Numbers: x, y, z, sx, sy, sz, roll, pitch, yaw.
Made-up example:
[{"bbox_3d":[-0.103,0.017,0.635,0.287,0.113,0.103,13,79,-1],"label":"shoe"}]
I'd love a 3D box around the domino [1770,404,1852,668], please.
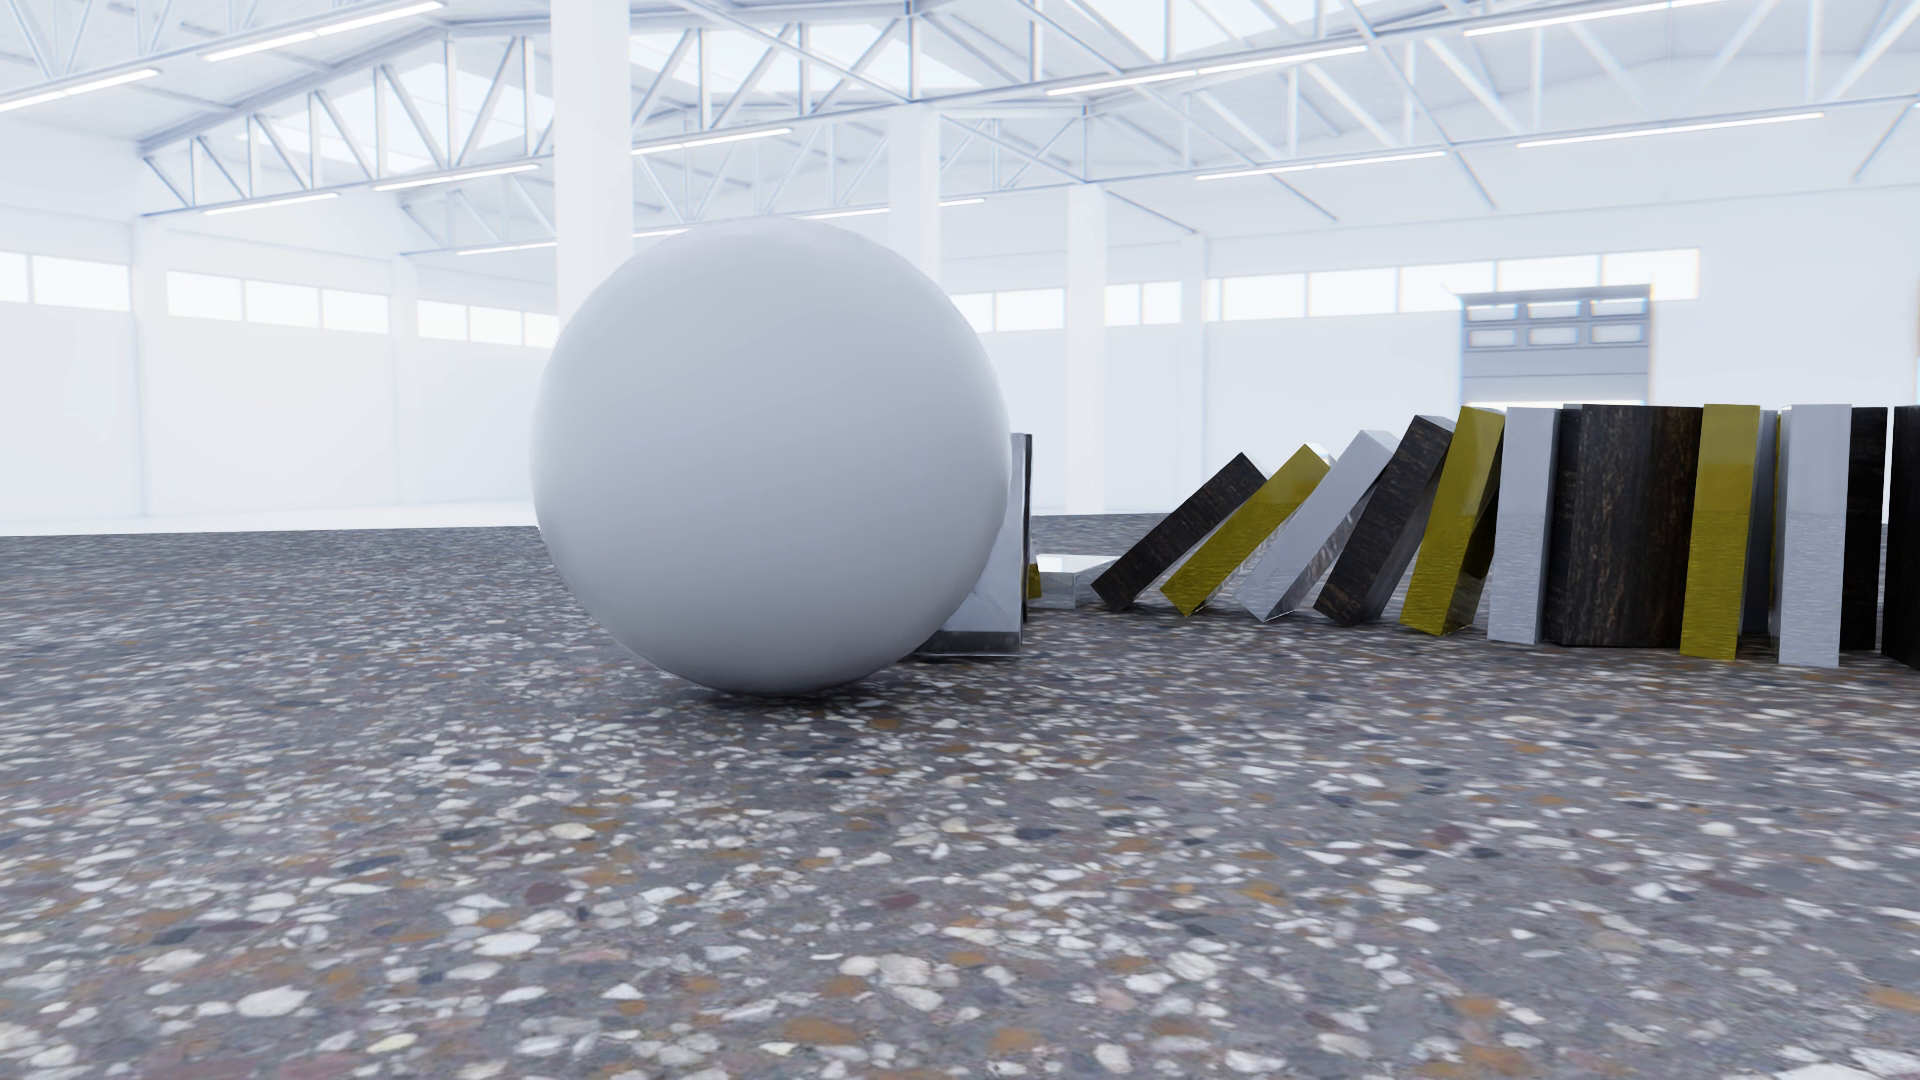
[{"bbox_3d":[0.168,-0.002,0.255,0.009,0.050,0.025,2,5,29],"label":"domino"}]

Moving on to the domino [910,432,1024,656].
[{"bbox_3d":[0.001,0.000,0.269,0.025,0.050,0.009,0,-34,4],"label":"domino"}]

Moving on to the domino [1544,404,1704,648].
[{"bbox_3d":[0.139,-0.003,0.269,0.025,0.050,0.009,2,7,2],"label":"domino"}]

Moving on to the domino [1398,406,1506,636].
[{"bbox_3d":[0.115,-0.005,0.291,0.009,0.050,0.025,21,16,34],"label":"domino"}]

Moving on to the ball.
[{"bbox_3d":[-0.031,-0.014,0.218,0.080,0.080,0.080,0,4,0],"label":"ball"}]

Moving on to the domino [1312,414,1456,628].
[{"bbox_3d":[0.102,-0.004,0.300,0.009,0.050,0.025,33,21,28],"label":"domino"}]

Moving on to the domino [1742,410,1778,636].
[{"bbox_3d":[0.168,-0.004,0.285,0.025,0.050,0.009,-2,5,-27],"label":"domino"}]

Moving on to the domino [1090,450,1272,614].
[{"bbox_3d":[0.057,-0.002,0.327,0.050,0.009,0.025,-43,-9,16],"label":"domino"}]

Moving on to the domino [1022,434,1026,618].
[{"bbox_3d":[0.003,-0.003,0.305,0.025,0.050,0.009,0,-35,4],"label":"domino"}]

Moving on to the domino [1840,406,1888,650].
[{"bbox_3d":[0.186,-0.003,0.276,0.009,0.050,0.025,1,4,10],"label":"domino"}]

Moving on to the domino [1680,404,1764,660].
[{"bbox_3d":[0.156,-0.002,0.262,0.009,0.050,0.025,6,7,33],"label":"domino"}]

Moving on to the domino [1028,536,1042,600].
[{"bbox_3d":[0.006,0.002,0.340,0.025,0.010,0.050,-8,24,0],"label":"domino"}]

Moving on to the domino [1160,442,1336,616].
[{"bbox_3d":[0.073,-0.003,0.321,0.009,0.050,0.025,47,19,13],"label":"domino"}]

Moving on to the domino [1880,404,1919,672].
[{"bbox_3d":[0.187,-0.001,0.246,0.009,0.050,0.025,2,5,20],"label":"domino"}]

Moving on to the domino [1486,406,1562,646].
[{"bbox_3d":[0.126,-0.004,0.281,0.009,0.050,0.025,7,8,37],"label":"domino"}]

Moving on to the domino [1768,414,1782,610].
[{"bbox_3d":[0.209,-0.008,0.338,0.010,0.050,0.025,0,4,5],"label":"domino"}]

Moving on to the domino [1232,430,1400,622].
[{"bbox_3d":[0.088,-0.004,0.310,0.009,0.050,0.025,43,24,22],"label":"domino"}]

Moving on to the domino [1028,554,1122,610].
[{"bbox_3d":[0.027,0.011,0.358,0.025,0.009,0.050,2,5,21],"label":"domino"}]

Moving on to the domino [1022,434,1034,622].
[{"bbox_3d":[0.005,-0.004,0.318,0.025,0.050,0.009,0,-34,6],"label":"domino"}]

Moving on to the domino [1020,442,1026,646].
[{"bbox_3d":[0.001,-0.001,0.281,0.025,0.050,0.009,0,-34,4],"label":"domino"}]
